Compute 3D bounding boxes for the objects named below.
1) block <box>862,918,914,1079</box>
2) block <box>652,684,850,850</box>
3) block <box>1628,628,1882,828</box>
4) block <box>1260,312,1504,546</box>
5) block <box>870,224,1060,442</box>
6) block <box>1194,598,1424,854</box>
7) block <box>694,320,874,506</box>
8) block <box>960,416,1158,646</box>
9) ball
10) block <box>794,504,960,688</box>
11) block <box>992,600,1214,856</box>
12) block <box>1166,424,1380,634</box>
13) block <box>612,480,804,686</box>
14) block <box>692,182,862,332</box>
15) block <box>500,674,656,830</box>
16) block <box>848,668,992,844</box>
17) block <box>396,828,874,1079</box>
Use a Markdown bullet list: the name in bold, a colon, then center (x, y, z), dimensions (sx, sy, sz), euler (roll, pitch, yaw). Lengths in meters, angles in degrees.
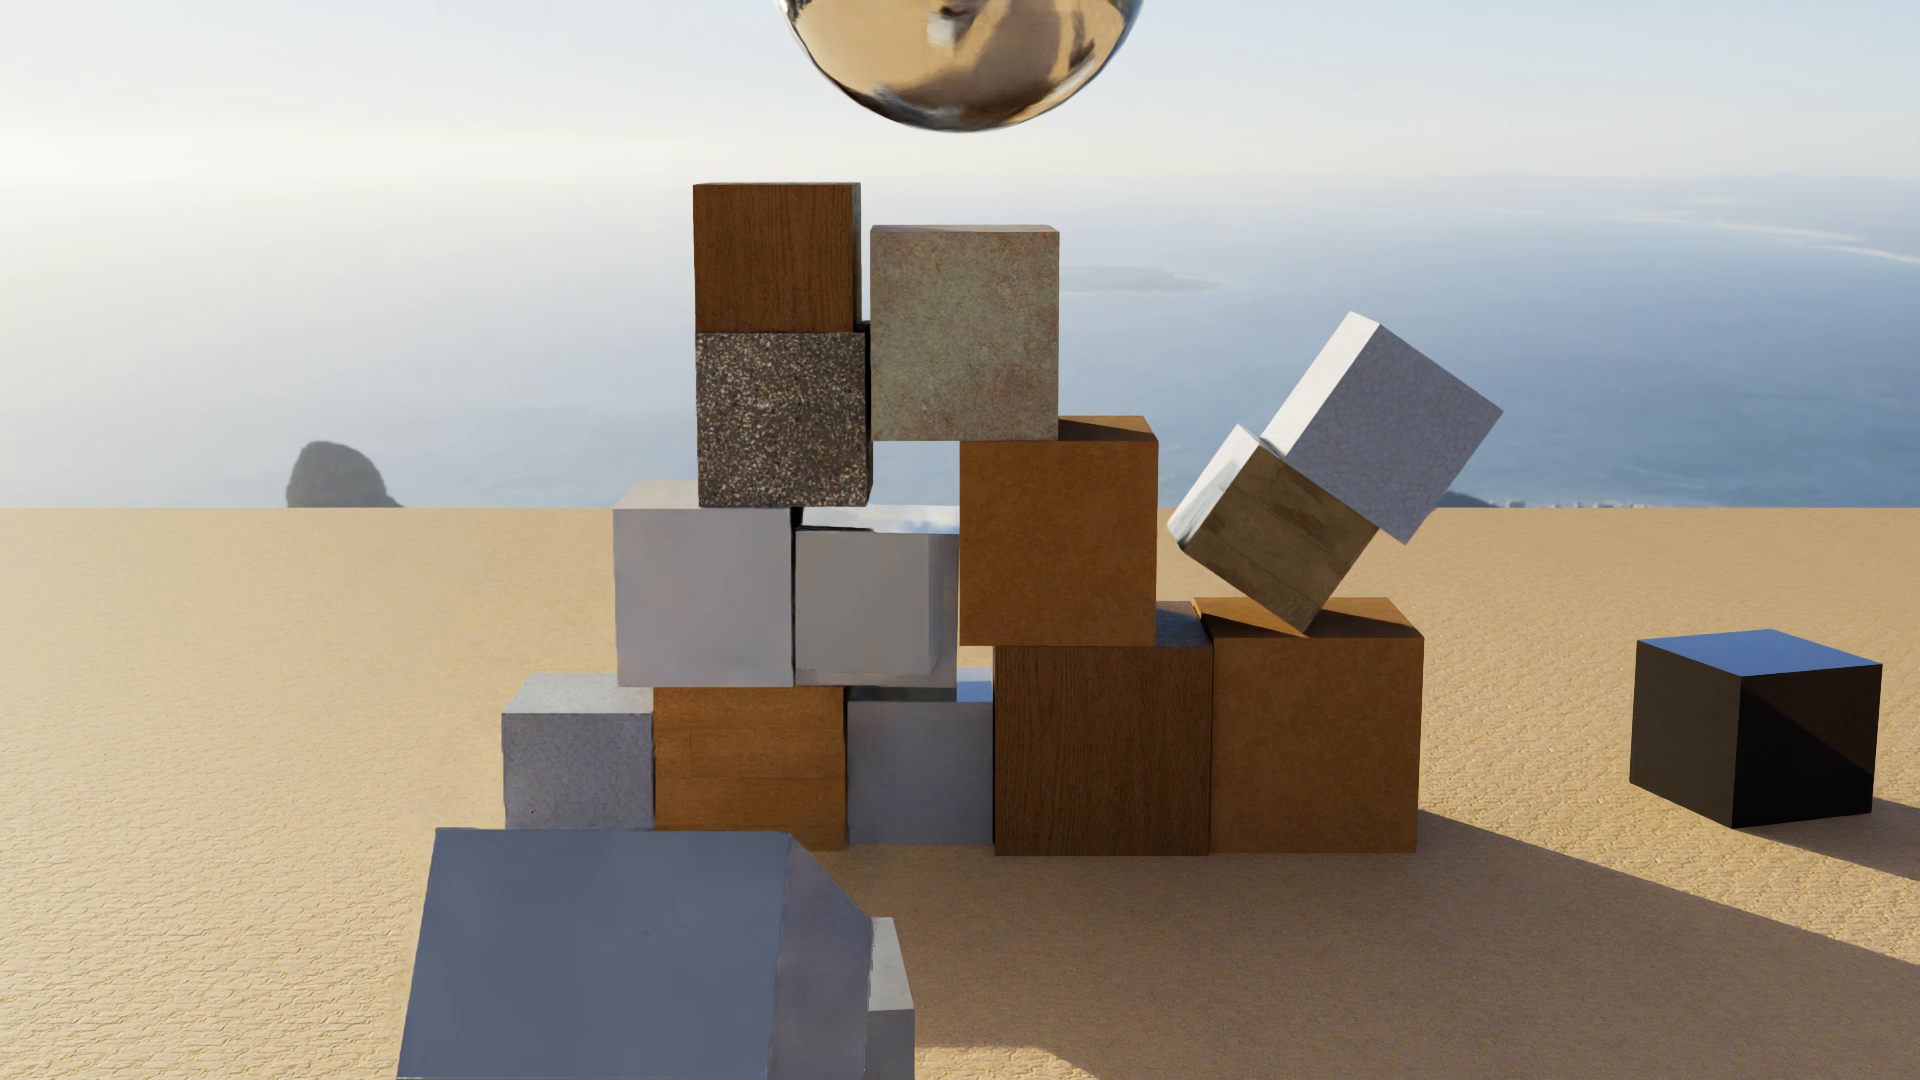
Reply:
- **block**: center (-0.641, 1.805, 6.933), dimensions (0.931, 0.969, 0.787), euler (-1, 10, -6)
- **block**: center (-1.046, 1.060, 11.380), dimensions (0.945, 0.843, 0.895), euler (0, 10, 0)
- **block**: center (4.262, 0.995, 11.832), dimensions (0.882, 0.810, 0.883), euler (-3, 11, -18)
- **block**: center (2.099, -0.577, 11.068), dimensions (0.748, 0.805, 0.802), euler (34, 8, -6)
- **block**: center (0.013, -1.051, 10.948), dimensions (0.899, 0.996, 0.933), euler (0, 10, -1)
- **block**: center (1.760, 0.934, 11.346), dimensions (1.032, 1.102, 0.965), euler (0, 10, 0)
- **block**: center (-0.865, -0.649, 11.057), dimensions (0.821, 0.848, 0.781), euler (0, 10, 0)
- **block**: center (0.480, -0.068, 11.149), dimensions (0.956, 1.009, 1.006), euler (0, 10, 0)
- **ball**: center (0.000, -2.438, 8.798), dimensions (1.600, 1.600, 1.600), euler (0, 10, 0)
- **block**: center (-0.409, 0.269, 11.230), dimensions (0.801, 0.774, 0.835), euler (1, 10, 0)
- **block**: center (0.705, 0.949, 11.363), dimensions (1.062, 1.068, 1.082), euler (0, 10, 0)
- **block**: center (1.570, -0.072, 11.165), dimensions (0.732, 0.641, 0.796), euler (34, 8, -6)
- **block**: center (-1.260, 0.203, 11.236), dimensions (0.866, 0.893, 0.919), euler (0, 10, 0)
- **block**: center (-0.892, -1.412, 10.909), dimensions (0.765, 0.706, 0.686), euler (0, 10, 1)
- **block**: center (-1.903, 1.131, 11.380), dimensions (0.749, 0.702, 0.832), euler (0, 10, 0)
- **block**: center (-0.200, 1.108, 11.402), dimensions (0.727, 0.740, 0.726), euler (0, 10, 0)
- **block**: center (-0.688, 1.161, 4.805), dimensions (0.781, 0.859, 0.797), euler (-1, -23, 11)
